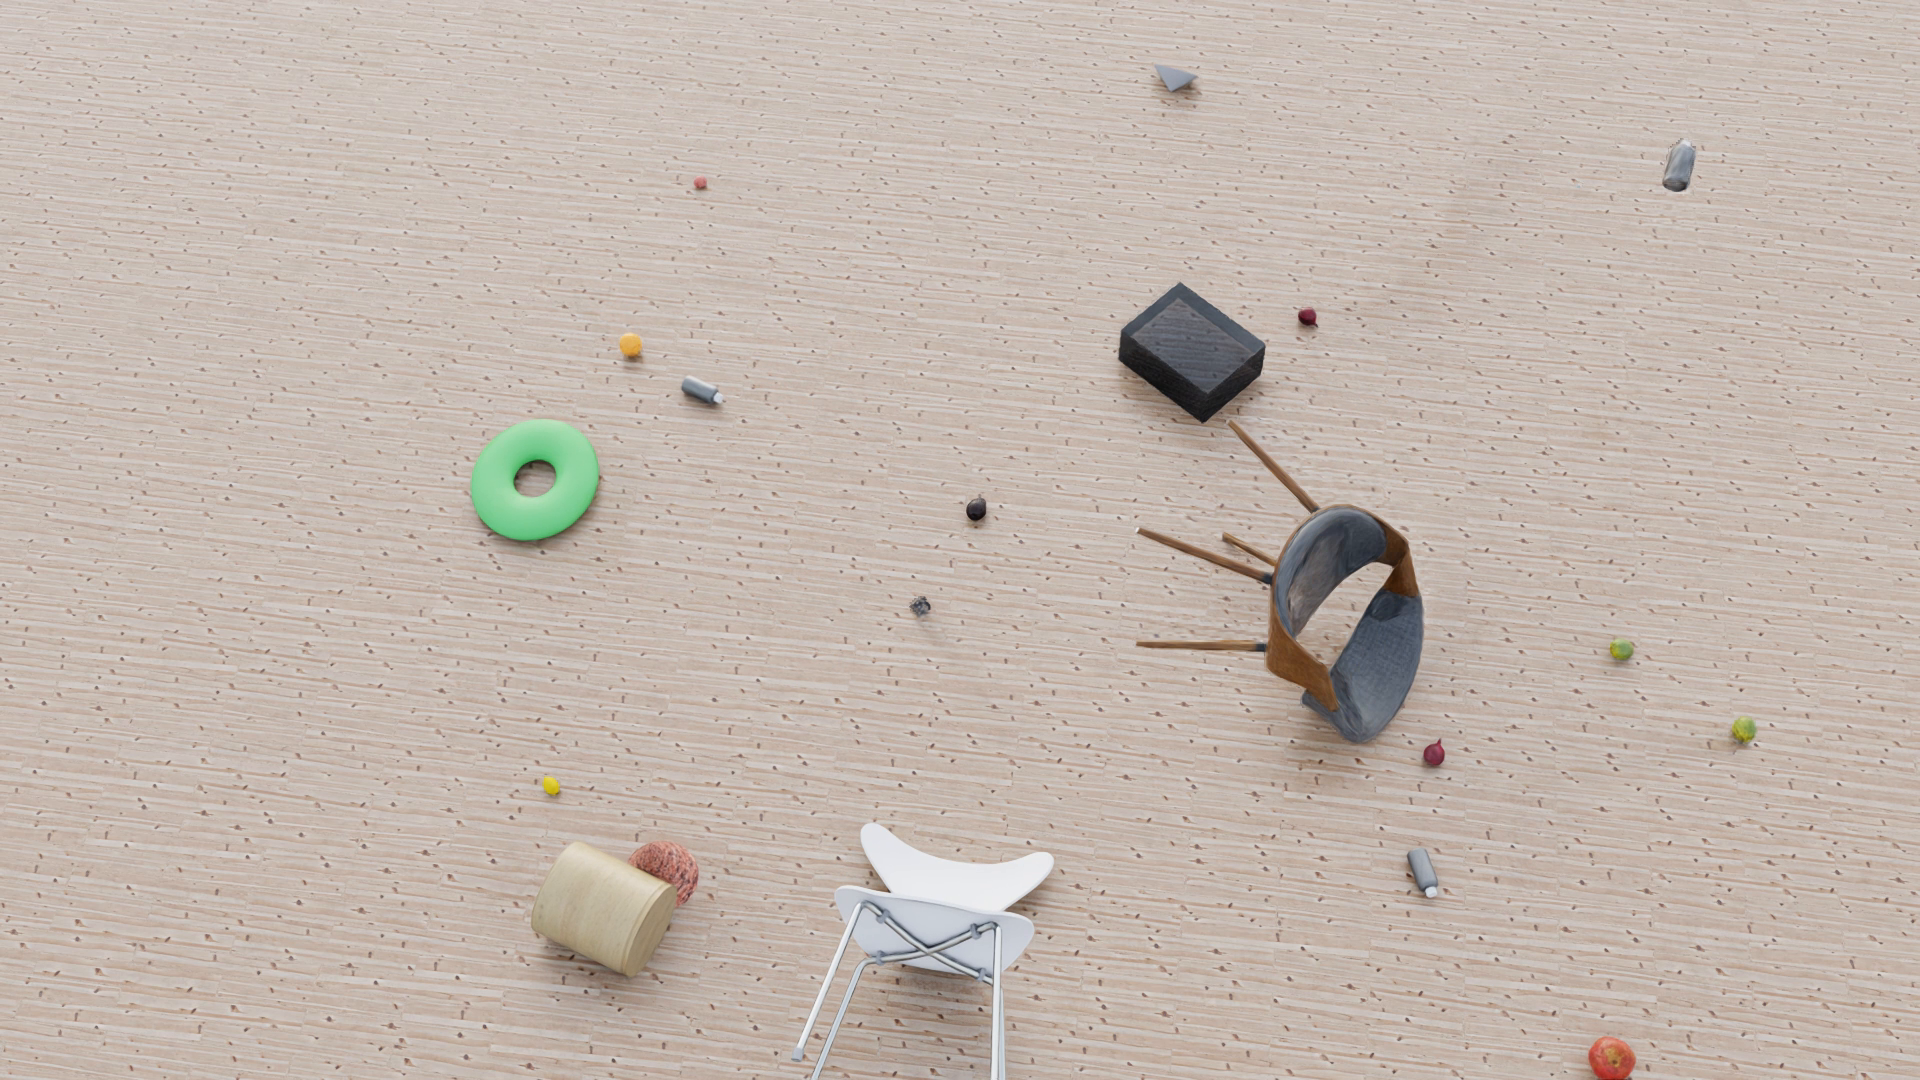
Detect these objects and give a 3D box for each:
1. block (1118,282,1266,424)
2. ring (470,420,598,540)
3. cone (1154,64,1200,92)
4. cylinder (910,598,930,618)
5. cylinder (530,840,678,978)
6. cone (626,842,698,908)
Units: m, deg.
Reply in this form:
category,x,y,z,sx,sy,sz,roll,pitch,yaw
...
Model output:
category,x,y,z,sx,sy,sz,roll,pitch,yaw
block,0.724,-0.587,6.877,0.275,0.150,0.357,-40,65,-23
ring,-1.286,-0.185,6.656,0.384,0.072,0.446,3,56,1
cone,0.739,-1.586,7.610,0.168,0.114,0.074,19,96,18
cylinder,-0.114,0.196,6.417,0.040,0.043,0.044,-31,77,-19
cylinder,-0.936,0.970,5.789,0.290,0.221,0.262,23,74,14
cone,-0.812,0.855,5.878,0.206,0.203,0.212,-21,59,-13
